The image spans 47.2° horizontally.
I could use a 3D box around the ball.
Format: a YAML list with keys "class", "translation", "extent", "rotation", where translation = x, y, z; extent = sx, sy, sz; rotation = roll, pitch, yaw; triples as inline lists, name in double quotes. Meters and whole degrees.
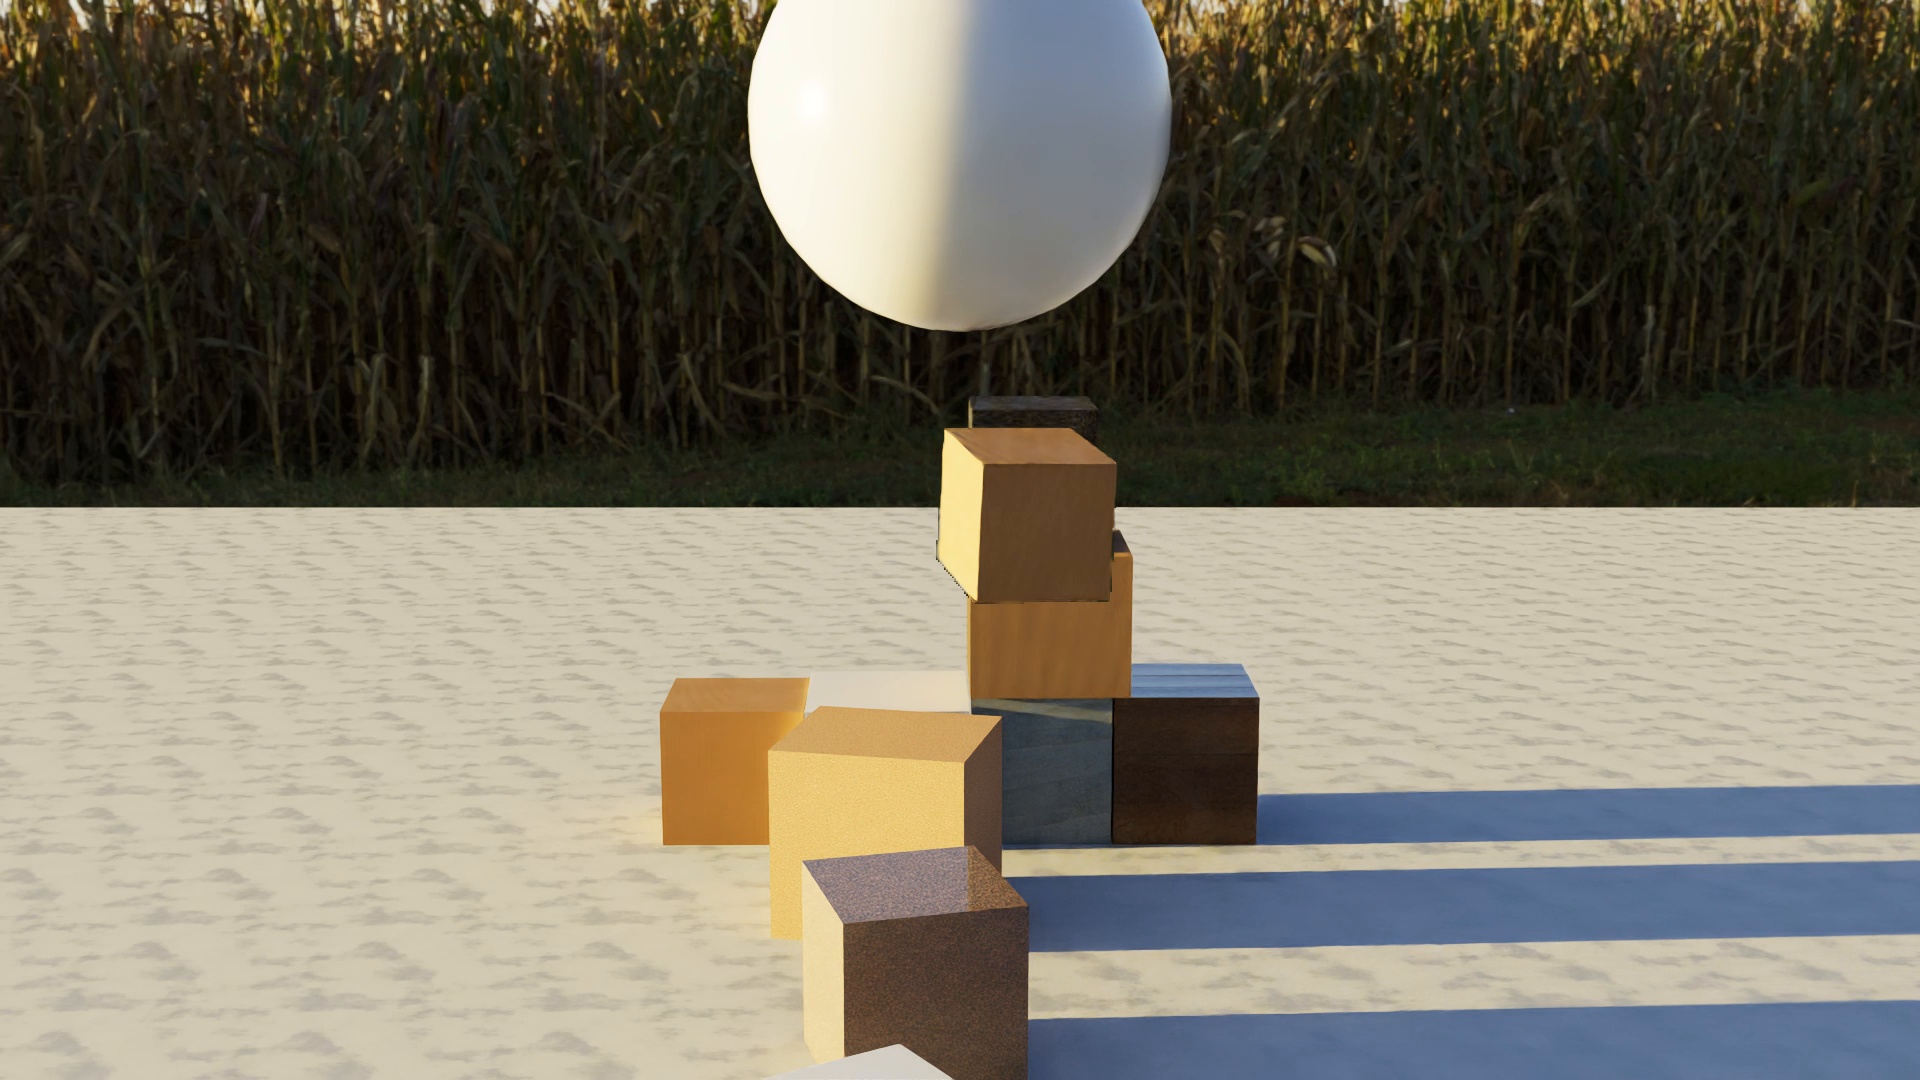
- class: "ball"
  translation: [0.000, -1.590, 8.294]
  extent: [1.600, 1.600, 1.600]
  rotation: [0, 10, 0]

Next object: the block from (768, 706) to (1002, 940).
- class: "block"
  translation: [-0.323, 1.297, 10.015]
  extent: [0.882, 0.865, 0.796]
  rotation: [2, 11, 13]

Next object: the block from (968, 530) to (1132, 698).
- class: "block"
  translation: [0.443, 0.365, 11.230]
  extent: [0.798, 0.716, 0.770]
  rotation: [0, 10, -1]

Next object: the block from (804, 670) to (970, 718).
- class: "block"
  translation: [-0.370, 1.128, 11.348]
  extent: [0.817, 0.721, 0.842]
  rotation: [0, 10, -1]

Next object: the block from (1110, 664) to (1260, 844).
- class: "block"
  translation: [1.133, 1.098, 11.389]
  extent: [0.724, 0.766, 0.720]
  rotation: [0, 10, 0]

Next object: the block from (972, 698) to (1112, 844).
- class: "block"
  translation: [0.411, 1.092, 11.397]
  extent: [0.702, 0.774, 0.725]
  rotation: [0, 10, 0]

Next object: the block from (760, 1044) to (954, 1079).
- class: "block"
  translation: [-0.299, 2.016, 6.723]
  extent: [0.657, 0.627, 0.642]
  rotation: [-7, 12, -32]

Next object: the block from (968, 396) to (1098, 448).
- class: "block"
  translation: [0.357, -0.341, 11.114]
  extent: [0.614, 0.715, 0.601]
  rotation: [0, 10, -2]

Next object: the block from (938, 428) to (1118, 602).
- class: "block"
  translation: [0.175, -0.076, 5.953]
  extent: [0.361, 0.369, 0.452]
  rotation: [-1, 15, -13]

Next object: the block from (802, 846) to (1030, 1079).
- class: "block"
  translation: [-0.182, 1.658, 8.386]
  extent: [0.699, 0.737, 0.728]
  rotation: [-3, 11, -15]

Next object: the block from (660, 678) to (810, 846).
- class: "block"
  translation: [-1.144, 1.136, 11.381]
  extent: [0.717, 0.694, 0.706]
  rotation: [0, 10, -1]
